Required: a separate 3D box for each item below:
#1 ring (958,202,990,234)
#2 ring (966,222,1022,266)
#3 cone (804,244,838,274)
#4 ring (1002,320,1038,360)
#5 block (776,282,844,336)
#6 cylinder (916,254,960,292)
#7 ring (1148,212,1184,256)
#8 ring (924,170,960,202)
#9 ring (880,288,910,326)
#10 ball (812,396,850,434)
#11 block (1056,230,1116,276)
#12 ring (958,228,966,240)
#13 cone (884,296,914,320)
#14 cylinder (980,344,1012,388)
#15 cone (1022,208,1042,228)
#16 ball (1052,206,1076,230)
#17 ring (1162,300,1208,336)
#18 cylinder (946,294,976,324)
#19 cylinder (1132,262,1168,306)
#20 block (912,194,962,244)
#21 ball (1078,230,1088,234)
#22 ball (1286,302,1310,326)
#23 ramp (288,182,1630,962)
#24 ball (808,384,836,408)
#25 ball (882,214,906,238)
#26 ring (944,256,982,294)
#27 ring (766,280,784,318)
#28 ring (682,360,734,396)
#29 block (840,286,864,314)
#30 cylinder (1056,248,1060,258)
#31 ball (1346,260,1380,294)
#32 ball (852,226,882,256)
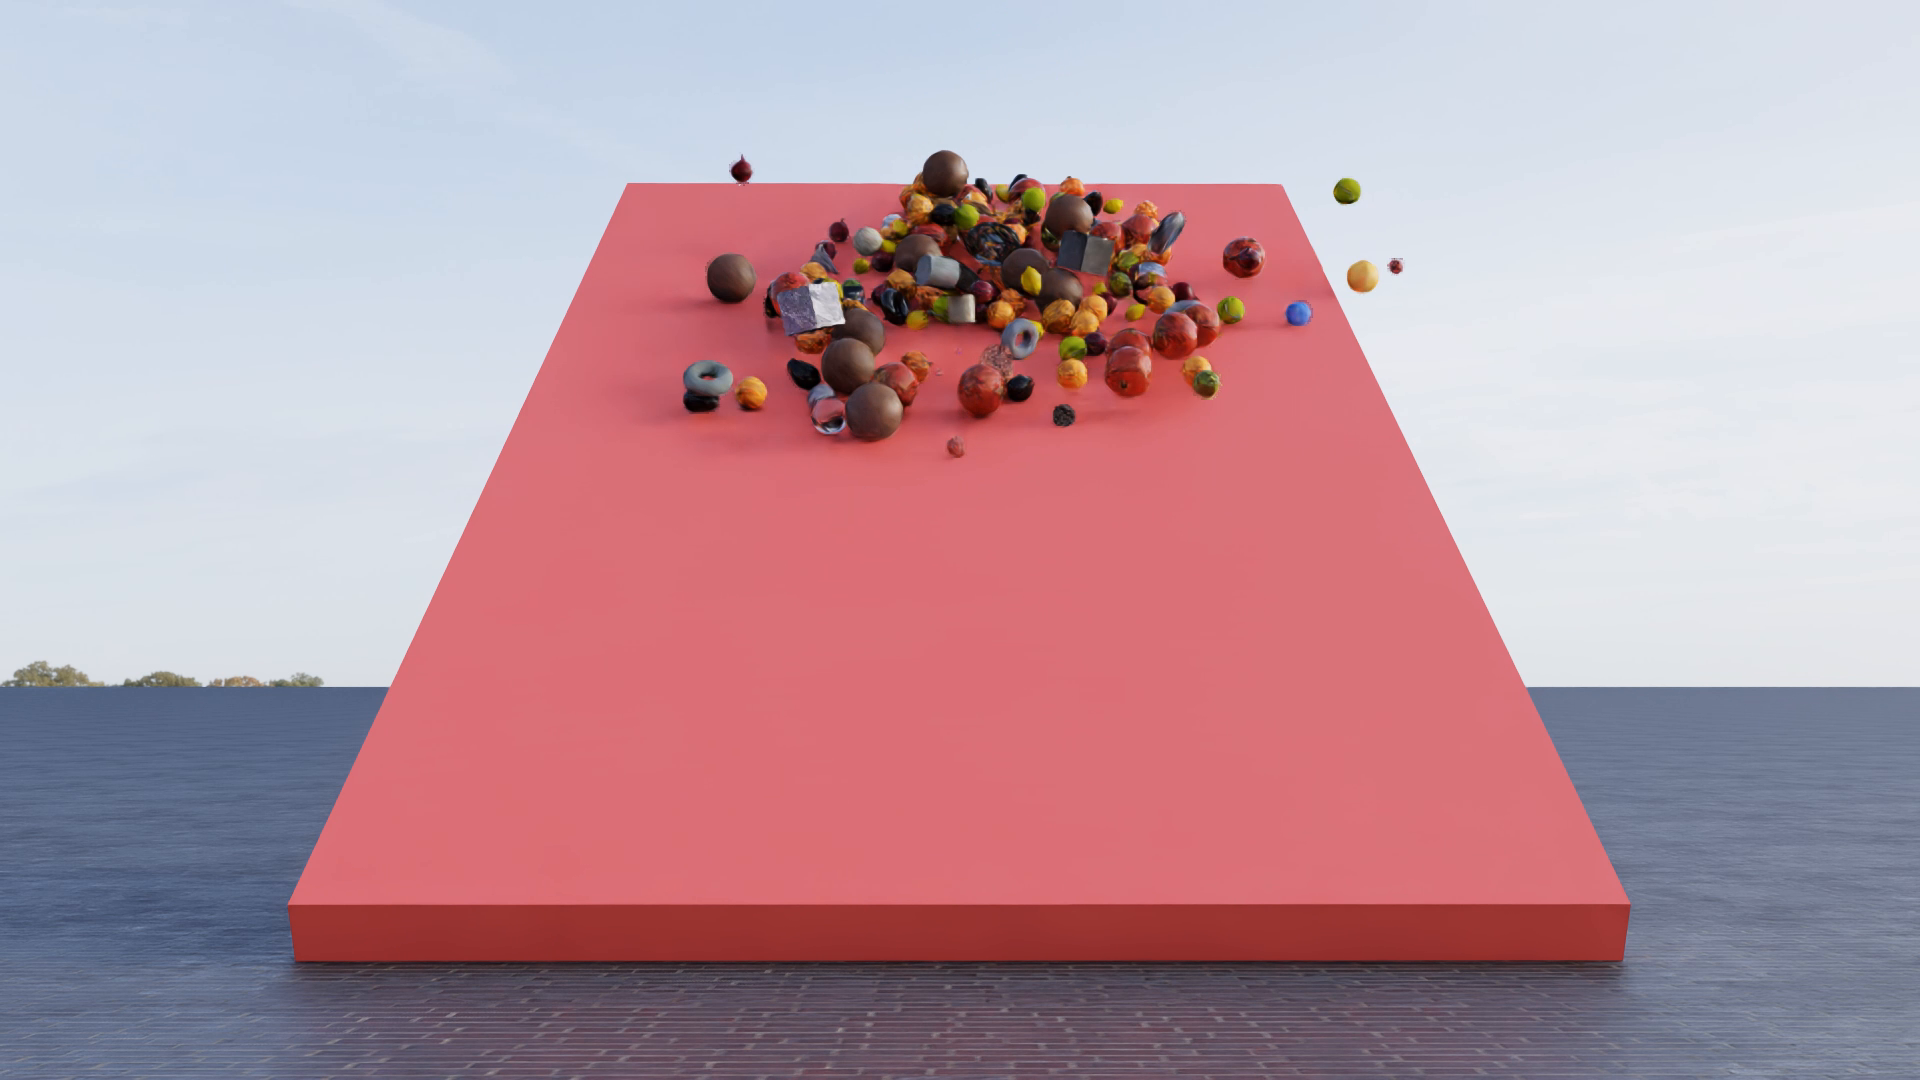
[{"bbox_3d":[0.041,-0.892,6.466,0.098,0.098,0.033,-2,12,29],"label":"ring"},{"bbox_3d":[0.086,-0.767,6.033,0.147,0.049,0.147,7,-33,5],"label":"ring"},{"bbox_3d":[-0.362,-0.741,6.280,0.083,0.083,0.083,34,-6,-3],"label":"cone"},{"bbox_3d":[0.140,-0.472,5.478,0.103,0.103,0.034,4,24,-45],"label":"ring"},{"bbox_3d":[-0.339,-0.526,5.292,0.098,0.098,0.098,-10,4,37],"label":"block"},{"bbox_3d":[-0.055,-0.658,5.721,0.078,0.078,0.078,8,-7,-29],"label":"cylinder"},{"bbox_3d":[0.485,-0.721,5.481,0.039,0.118,0.118,39,4,10],"label":"ring"},{"bbox_3d":[-0.053,-1.044,6.897,0.112,0.112,0.037,1,-16,-14],"label":"ring"},{"bbox_3d":[-0.163,-0.584,5.836,0.033,0.098,0.098,-21,-14,30],"label":"ring"},{"bbox_3d":[-0.290,-0.277,5.195,0.084,0.084,0.084,0,-3,0],"label":"ball"},{"bbox_3d":[0.319,-0.730,5.917,0.093,0.093,0.093,5,12,-41],"label":"block"},{"bbox_3d":[0.012,-0.882,6.594,0.108,0.036,0.108,-10,30,6],"label":"ring"},{"bbox_3d":[-0.164,-0.576,5.928,0.071,0.071,0.071,-23,-10,15],"label":"cone"},{"bbox_3d":[0.085,-0.407,5.452,0.077,0.077,0.077,0,-21,1],"label":"cylinder"},{"bbox_3d":[0.187,-0.879,6.414,0.053,0.053,0.053,41,-7,6],"label":"cone"},{"bbox_3d":[0.298,-0.920,6.651,0.070,0.070,0.070,0,-3,0],"label":"ball"},{"bbox_3d":[0.563,-0.556,5.838,0.115,0.115,0.038,-1,-39,17],"label":"ring"},{"bbox_3d":[0.003,-0.571,5.759,0.069,0.069,0.069,-5,6,0],"label":"cylinder"},{"bbox_3d":[0.494,-0.664,6.052,0.093,0.093,0.093,0,24,4],"label":"cylinder"},{"bbox_3d":[-0.059,-0.898,6.513,0.096,0.096,0.096,15,-10,31],"label":"block"},{"bbox_3d":[0.339,-0.838,6.492,0.051,0.051,0.051,0,-3,0],"label":"ball"},{"bbox_3d":[0.855,-0.572,5.885,0.062,0.062,0.062,0,-3,0],"label":"ball"},{"bbox_3d":[-0.008,-0.228,5.312,2.000,0.100,4.000,0,24,0],"label":"ramp"},{"bbox_3d":[-0.314,-0.322,5.315,0.067,0.067,0.067,0,-3,0],"label":"ball"},{"bbox_3d":[-0.187,-0.885,6.564,0.067,0.067,0.067,0,-3,0],"label":"ball"},{"bbox_3d":[0.000,-0.685,6.034,0.135,0.045,0.135,36,14,-10],"label":"ring"},{"bbox_3d":[-0.468,-0.609,5.875,0.033,0.098,0.098,10,-3,3],"label":"ring"},{"bbox_3d":[-0.571,-0.366,5.273,0.114,0.038,0.114,4,40,-3],"label":"ring"},{"bbox_3d":[-0.275,-0.614,5.960,0.052,0.052,0.052,2,-28,5],"label":"block"},{"bbox_3d":[0.303,-0.785,6.358,0.061,0.061,0.061,-2,23,29],"label":"cylinder"},{"bbox_3d":[1.062,-0.694,6.139,0.086,0.086,0.086,0,-3,0],"label":"ball"},{"bbox_3d":[-0.251,-0.810,6.328,0.081,0.081,0.081,0,-3,0],"label":"ball"}]
